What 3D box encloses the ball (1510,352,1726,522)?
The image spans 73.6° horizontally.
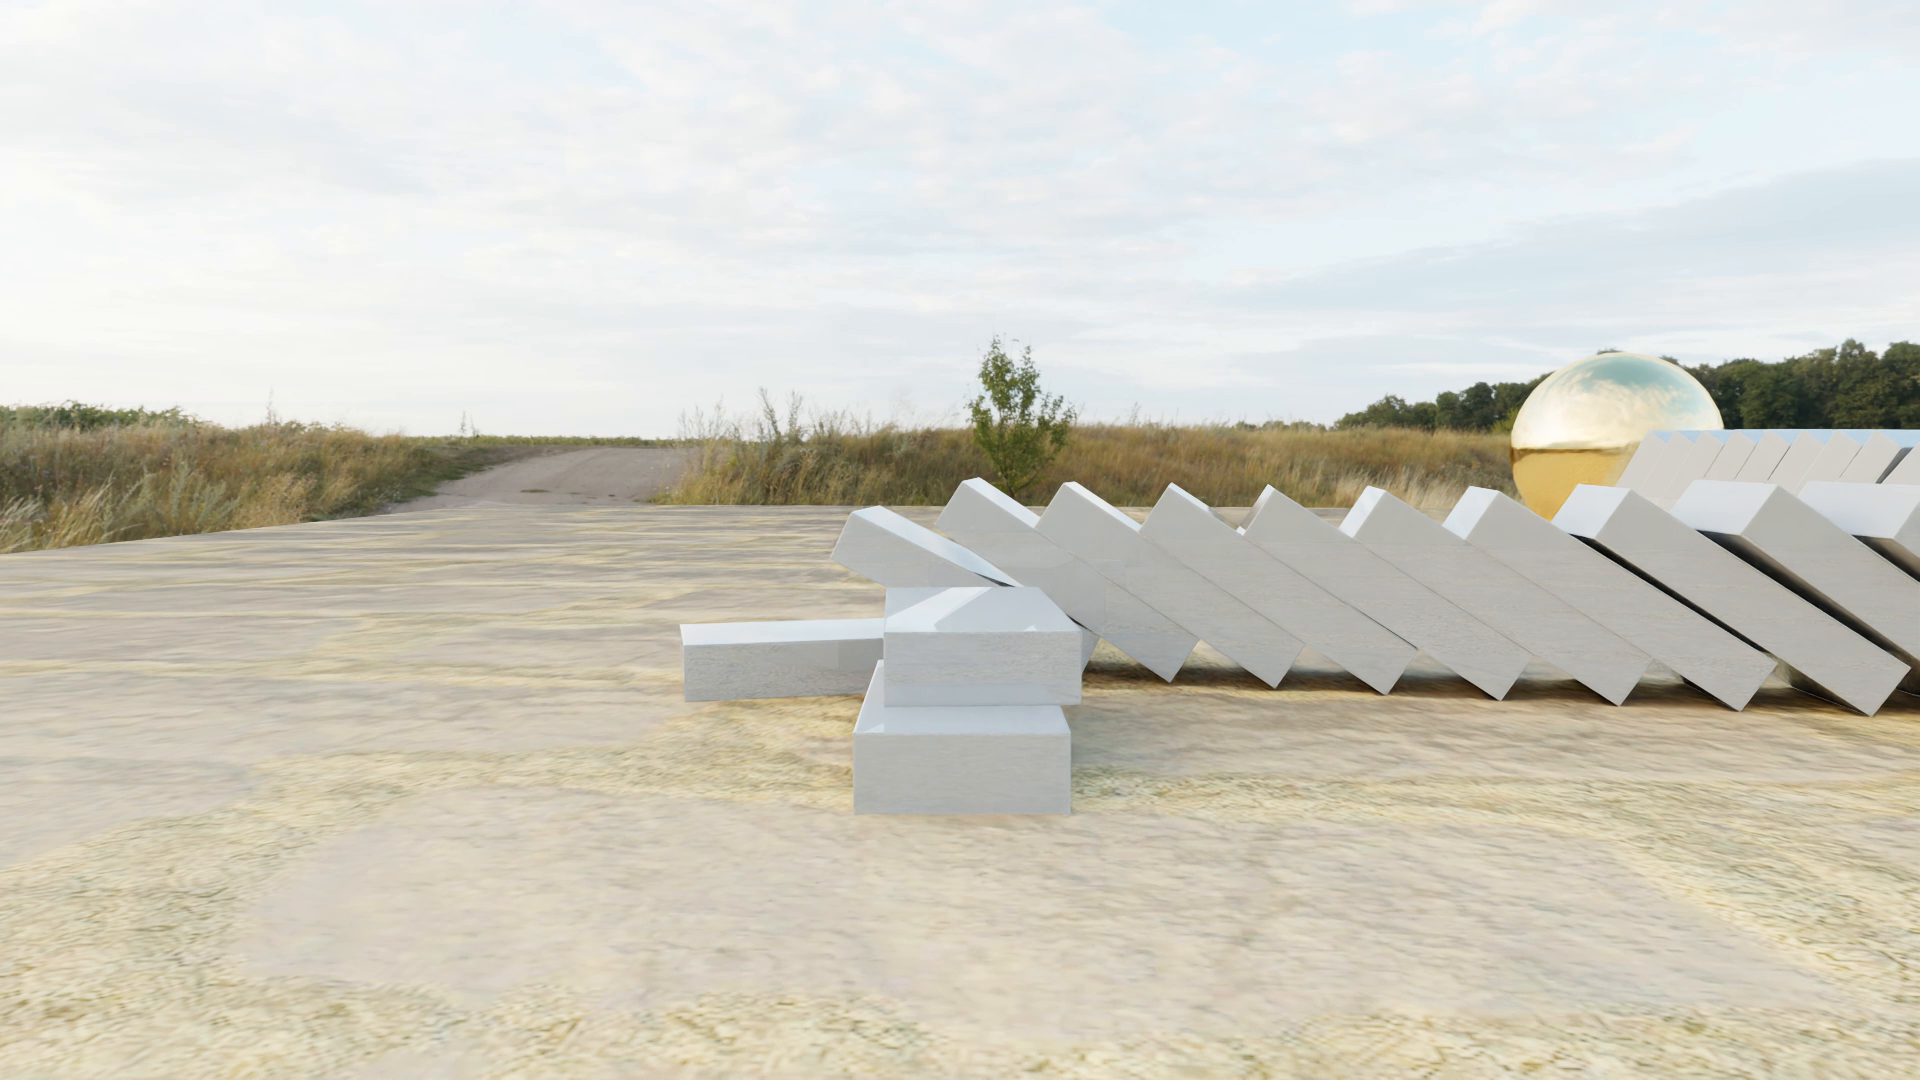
[{"bbox_3d":[0.271,-0.037,0.531,0.080,0.080,0.080,0,4,0],"label":"ball"}]

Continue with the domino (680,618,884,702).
[{"bbox_3d":[-0.024,0.021,0.229,0.050,0.009,0.025,-1,4,-14],"label":"domino"}]

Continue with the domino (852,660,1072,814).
[{"bbox_3d":[0.000,0.025,0.172,0.025,0.009,0.050,0,4,0],"label":"domino"}]

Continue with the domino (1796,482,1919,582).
[{"bbox_3d":[0.162,0.009,0.207,0.050,0.009,0.025,34,1,-6],"label":"domino"}]

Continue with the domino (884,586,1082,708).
[{"bbox_3d":[0.002,0.014,0.186,0.025,0.009,0.050,0,4,-3],"label":"domino"}]

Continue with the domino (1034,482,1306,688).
[{"bbox_3d":[0.038,0.007,0.235,0.050,0.010,0.025,34,8,6],"label":"domino"}]

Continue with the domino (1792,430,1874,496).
[{"bbox_3d":[0.281,-0.012,0.414,0.025,0.050,0.009,-2,38,-21],"label":"domino"}]

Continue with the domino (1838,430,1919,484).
[{"bbox_3d":[0.285,-0.011,0.403,0.025,0.050,0.010,-2,38,-21],"label":"domino"}]

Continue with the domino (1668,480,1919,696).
[{"bbox_3d":[0.144,0.009,0.209,0.050,0.009,0.025,35,5,0],"label":"domino"}]

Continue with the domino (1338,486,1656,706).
[{"bbox_3d":[0.091,0.008,0.223,0.050,0.009,0.025,33,10,7],"label":"domino"}]

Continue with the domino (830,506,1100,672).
[{"bbox_3d":[0.002,0.009,0.242,0.050,0.009,0.025,26,7,6],"label":"domino"}]

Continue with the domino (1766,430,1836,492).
[{"bbox_3d":[0.277,-0.013,0.425,0.025,0.050,0.009,-2,38,-21],"label":"domino"}]

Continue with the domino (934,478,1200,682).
[{"bbox_3d":[0.020,0.006,0.238,0.050,0.009,0.025,34,8,4],"label":"domino"}]

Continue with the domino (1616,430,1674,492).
[{"bbox_3d":[0.256,-0.017,0.477,0.025,0.050,0.009,-2,37,-22],"label":"domino"}]

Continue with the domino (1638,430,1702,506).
[{"bbox_3d":[0.260,-0.016,0.467,0.025,0.050,0.009,-2,37,-22],"label":"domino"}]

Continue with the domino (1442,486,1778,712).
[{"bbox_3d":[0.108,0.009,0.218,0.050,0.009,0.025,34,10,7],"label":"domino"}]

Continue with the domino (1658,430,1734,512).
[{"bbox_3d":[0.264,-0.015,0.456,0.025,0.050,0.009,-2,37,-22],"label":"domino"}]

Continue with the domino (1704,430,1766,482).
[{"bbox_3d":[0.268,-0.015,0.446,0.025,0.050,0.010,-2,37,-22],"label":"domino"}]

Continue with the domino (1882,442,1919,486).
[{"bbox_3d":[0.288,-0.009,0.390,0.025,0.050,0.009,-2,43,-21],"label":"domino"}]

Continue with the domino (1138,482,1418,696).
[{"bbox_3d":[0.056,0.008,0.231,0.050,0.009,0.025,34,9,7],"label":"domino"}]

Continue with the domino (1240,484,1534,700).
[{"bbox_3d":[0.074,0.008,0.227,0.050,0.009,0.025,34,10,7],"label":"domino"}]

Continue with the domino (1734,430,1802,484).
[{"bbox_3d":[0.273,-0.014,0.436,0.025,0.050,0.010,-2,37,-22],"label":"domino"}]

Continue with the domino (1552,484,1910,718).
[{"bbox_3d":[0.126,0.009,0.214,0.050,0.009,0.025,34,8,5],"label":"domino"}]
